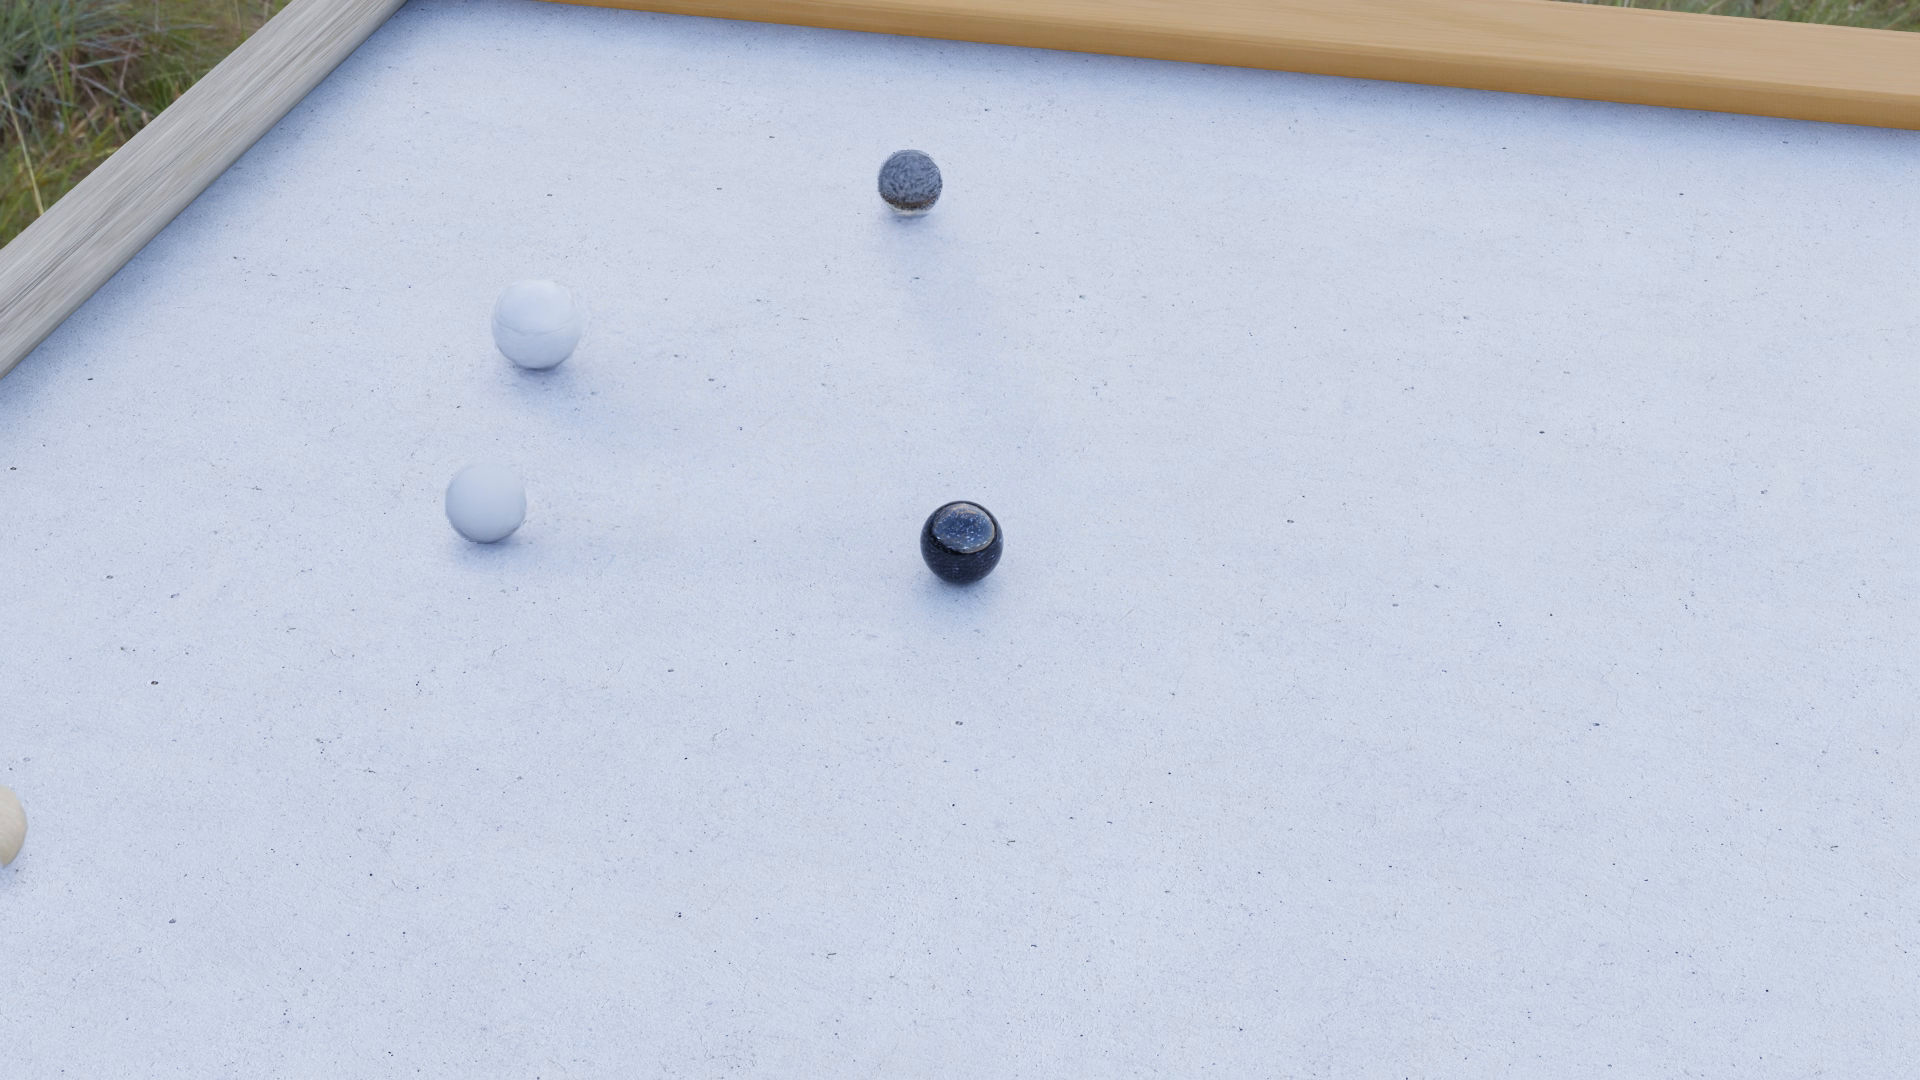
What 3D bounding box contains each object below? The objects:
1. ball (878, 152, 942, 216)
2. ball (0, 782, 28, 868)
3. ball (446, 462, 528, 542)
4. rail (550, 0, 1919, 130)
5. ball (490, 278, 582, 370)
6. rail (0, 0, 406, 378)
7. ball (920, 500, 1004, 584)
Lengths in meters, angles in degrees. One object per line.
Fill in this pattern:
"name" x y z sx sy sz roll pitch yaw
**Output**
"ball" -0.049 -0.349 2.518 0.064 0.064 0.064 0 34 0
"ball" -0.658 0.192 1.715 0.065 0.065 0.065 0 34 0
"ball" -0.377 -0.030 2.045 0.064 0.064 0.064 0 34 0
"rail" 1.102 -0.450 2.628 3.585 0.106 0.045 8 35 11
"ball" -0.374 -0.191 2.268 0.081 0.081 0.081 0 34 0
"rail" -0.849 -0.130 2.154 0.045 0.106 2.054 8 35 11
"ball" 0.001 0.002 1.996 0.066 0.066 0.066 0 34 0
